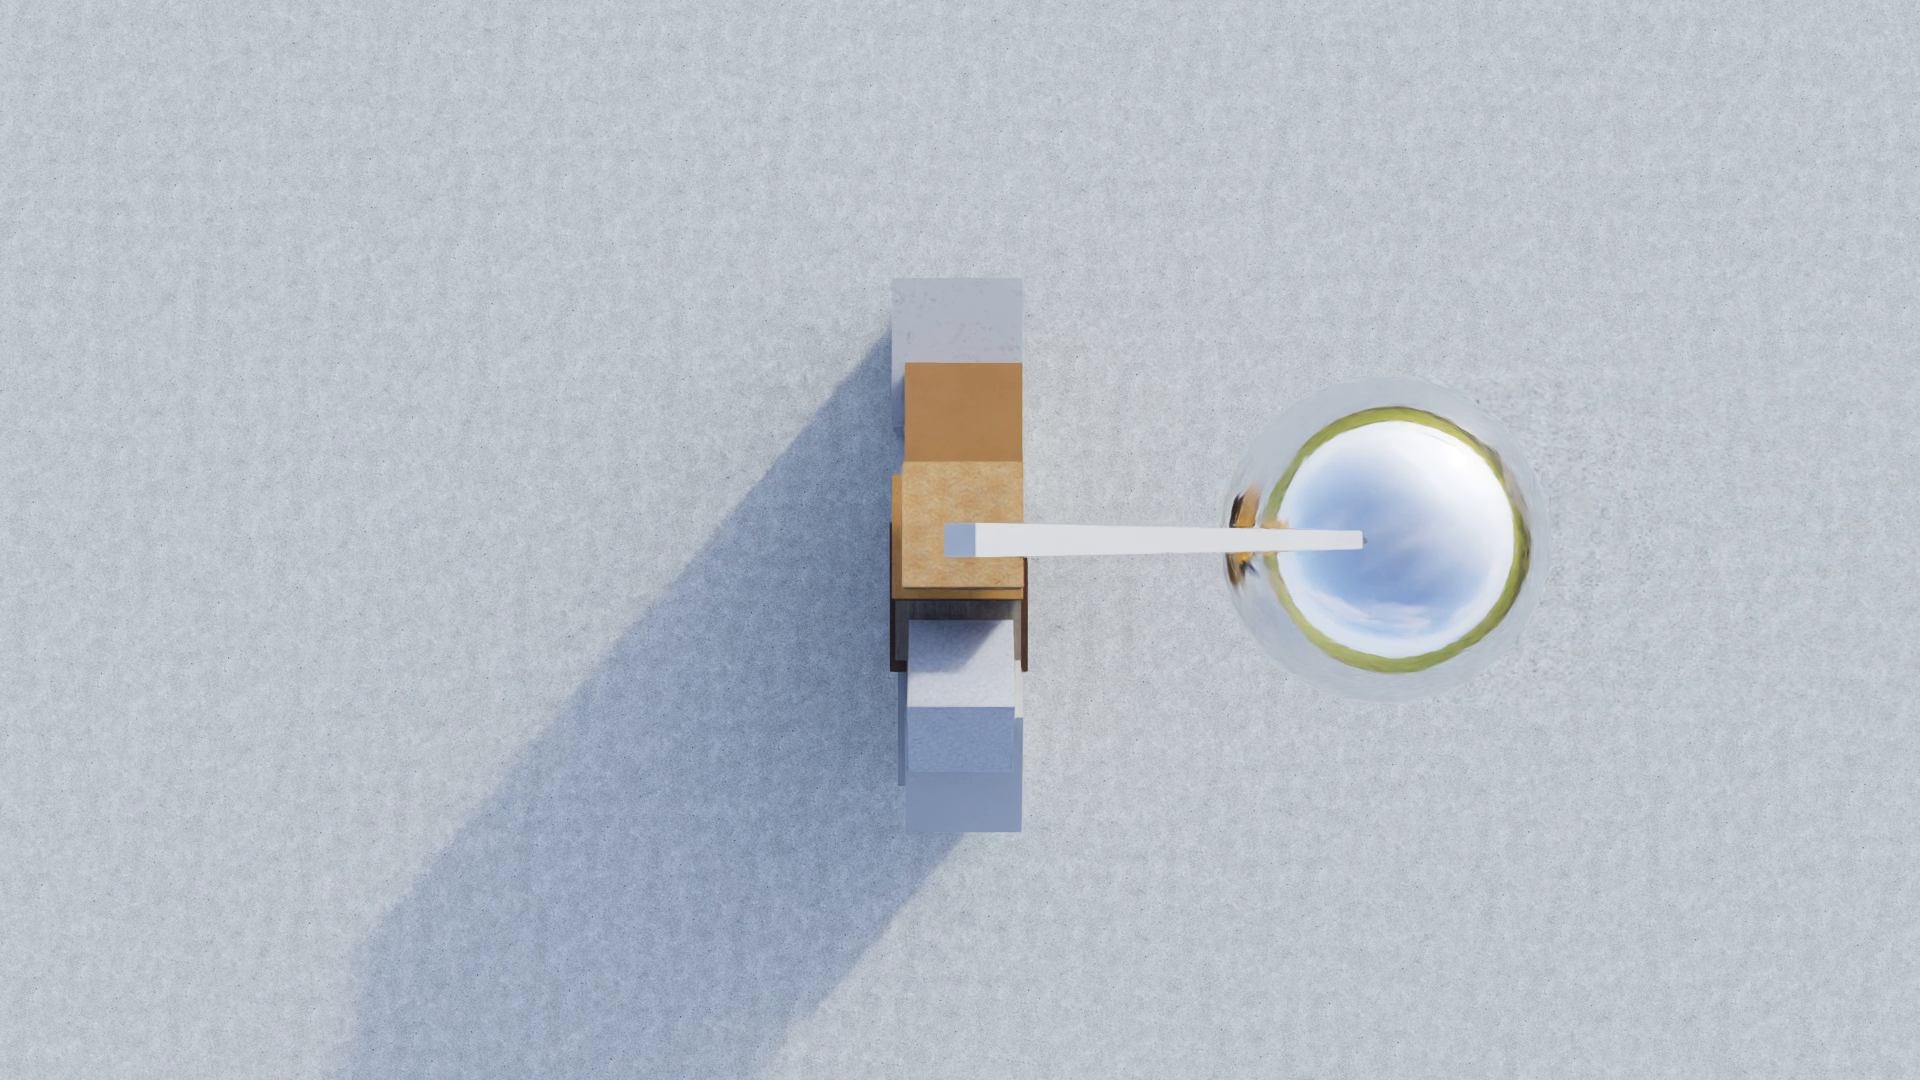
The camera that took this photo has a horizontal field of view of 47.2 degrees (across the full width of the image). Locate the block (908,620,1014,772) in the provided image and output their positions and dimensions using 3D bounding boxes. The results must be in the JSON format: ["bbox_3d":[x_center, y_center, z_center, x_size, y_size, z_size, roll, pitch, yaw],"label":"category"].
[{"bbox_3d":[0.005,0.801,11.301,0.533,0.543,0.563,0,48,0],"label":"block"}]

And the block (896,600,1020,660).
[{"bbox_3d":[-0.010,0.328,11.845,0.658,0.626,0.607,0,90,0],"label":"block"}]

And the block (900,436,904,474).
[{"bbox_3d":[-0.009,-0.441,12.663,0.663,0.674,0.666,0,90,0],"label":"block"}]

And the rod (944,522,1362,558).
[{"bbox_3d":[0.899,0.000,7.599,0.080,5.200,0.080,0,90,20],"label":"rod"}]

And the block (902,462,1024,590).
[{"bbox_3d":[0.013,-0.057,10.261,0.549,0.651,0.567,0,87,0],"label":"block"}]

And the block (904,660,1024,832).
[{"bbox_3d":[0.021,1.115,11.991,0.623,0.637,0.717,0,116,0],"label":"block"}]

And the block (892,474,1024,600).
[{"bbox_3d":[-0.012,-0.005,11.226,0.651,0.615,0.618,0,87,0],"label":"block"}]

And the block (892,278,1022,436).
[{"bbox_3d":[-0.015,-0.977,11.916,0.683,0.825,0.779,0,89,0],"label":"block"}]

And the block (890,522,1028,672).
[{"bbox_3d":[-0.006,0.316,12.579,0.764,0.842,0.827,0,90,0],"label":"block"}]

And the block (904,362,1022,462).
[{"bbox_3d":[0.019,-0.608,11.266,0.590,0.467,0.560,0,89,0],"label":"block"}]

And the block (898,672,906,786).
[{"bbox_3d":[-0.010,1.065,12.717,0.682,0.565,0.651,0,90,0],"label":"block"}]

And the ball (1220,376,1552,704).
[{"bbox_3d":[2.074,0.000,10.790,1.600,1.600,1.600,0,90,0],"label":"ball"}]
